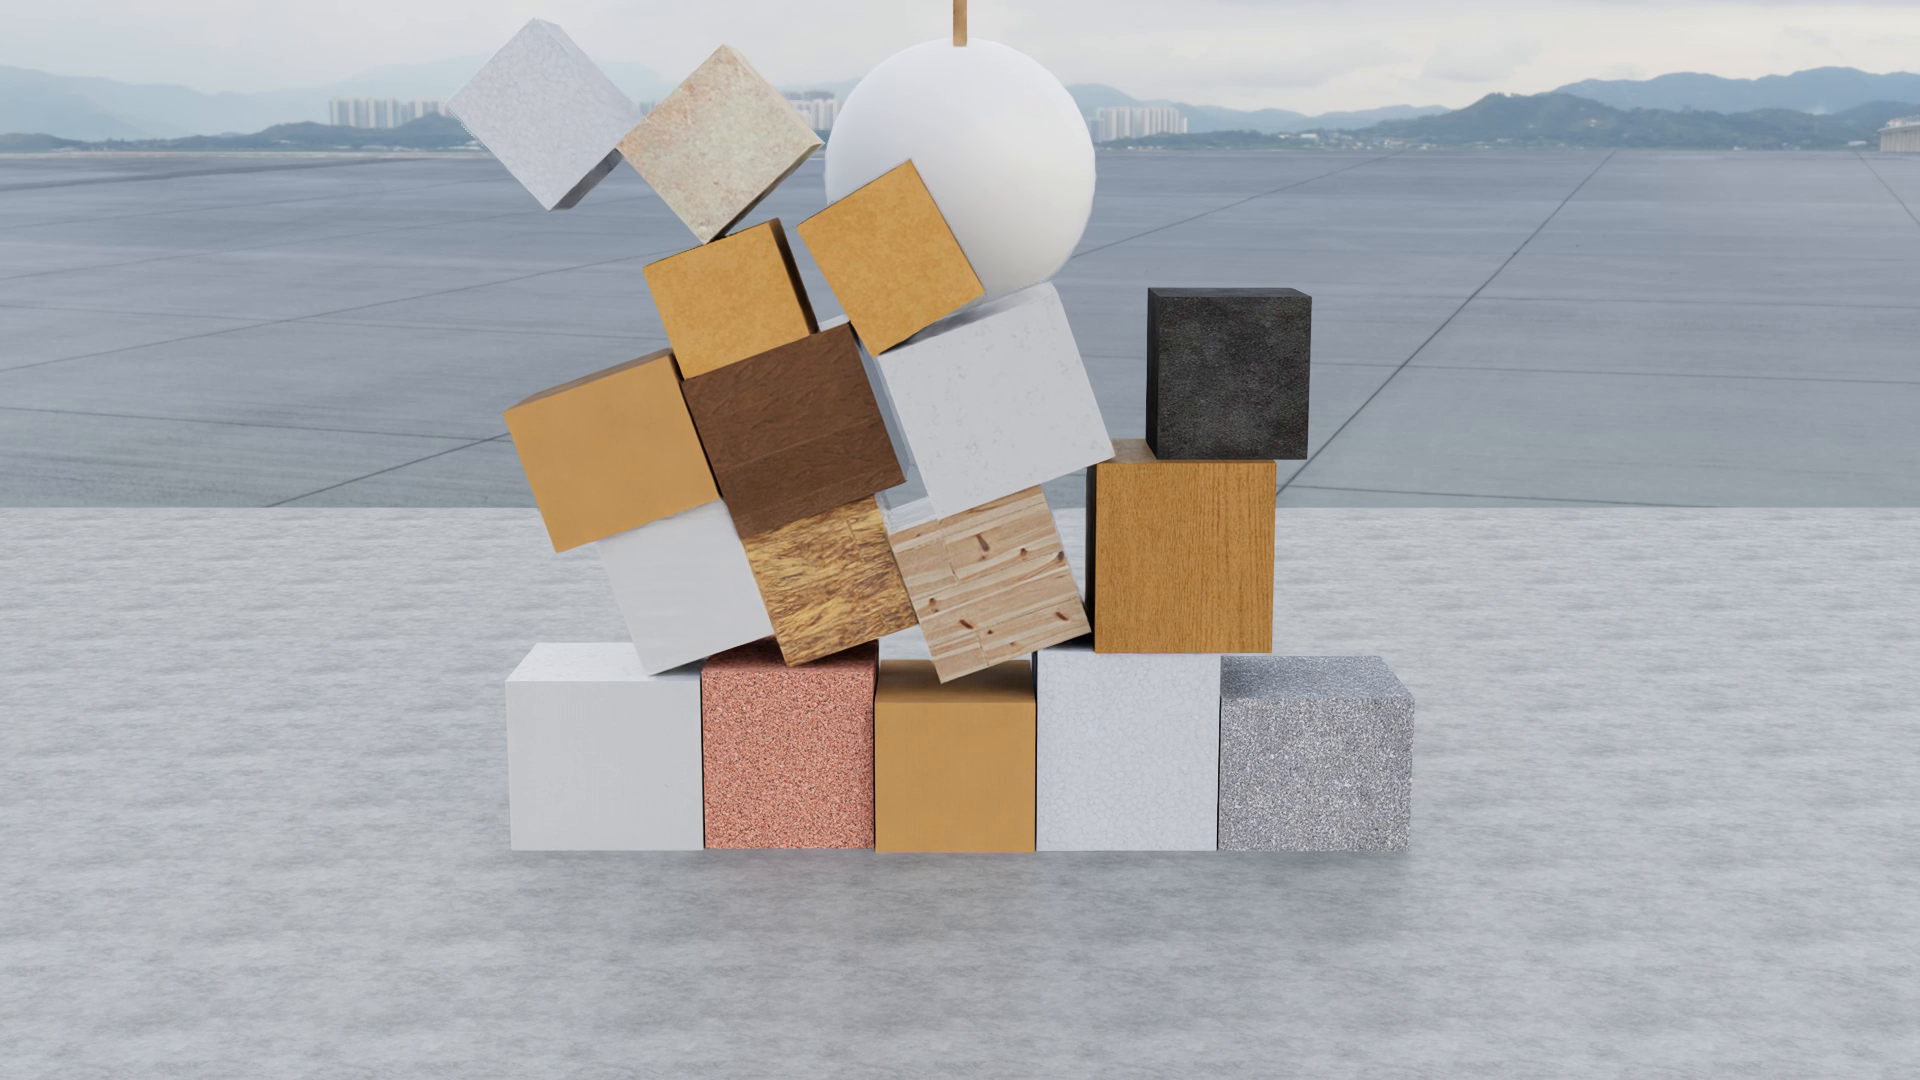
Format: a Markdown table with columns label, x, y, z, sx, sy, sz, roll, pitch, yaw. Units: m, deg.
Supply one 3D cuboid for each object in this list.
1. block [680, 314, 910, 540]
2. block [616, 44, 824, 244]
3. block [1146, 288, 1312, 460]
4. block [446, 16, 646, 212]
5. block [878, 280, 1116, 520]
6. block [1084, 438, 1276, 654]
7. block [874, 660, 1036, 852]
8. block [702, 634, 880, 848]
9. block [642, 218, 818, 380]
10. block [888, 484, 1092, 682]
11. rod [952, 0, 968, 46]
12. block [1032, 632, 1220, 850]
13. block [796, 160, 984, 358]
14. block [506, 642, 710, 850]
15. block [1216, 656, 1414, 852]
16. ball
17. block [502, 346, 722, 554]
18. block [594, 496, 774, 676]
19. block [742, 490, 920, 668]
| label | x | y | z | sx | sy | sz | roll | pitch | yaw |
| --- | --- | --- | --- | --- | --- | --- | --- | --- | --- |
| block | -0.810 | -0.590 | 11.071 | 0.864 | 0.829 | 0.759 | -19 | 10 | 3 |
| block | -1.170 | -1.951 | 10.853 | 0.714 | 0.629 | 0.732 | -41 | 7 | 8 |
| block | 1.334 | -0.846 | 11.039 | 0.736 | 0.795 | 0.692 | 0 | 10 | 0 |
| block | -2.007 | -2.093 | 10.858 | 0.597 | 0.699 | 0.648 | -43 | 7 | 7 |
| block | 0.178 | -0.719 | 11.039 | 0.917 | 0.843 | 0.888 | -20 | 10 | 3 |
| block | 1.098 | 0.013 | 11.171 | 0.871 | 0.943 | 0.899 | 0 | 10 | 0 |
| block | -0.024 | 1.100 | 11.363 | 0.794 | 0.771 | 0.917 | 0 | 10 | 0 |
| block | -0.855 | 1.027 | 11.371 | 0.846 | 0.912 | 0.831 | 0 | 10 | 0 |
| block | -1.131 | -1.212 | 10.955 | 0.649 | 0.578 | 0.677 | -19 | 10 | 3 |
| block | 0.147 | 0.144 | 11.212 | 0.788 | 0.789 | 0.803 | -19 | 10 | 3 |
| rod | 0.000 | -5.057 | 11.175 | 0.080 | 5.200 | 0.080 | 0 | 31 | 0 |
| block | 0.833 | 0.974 | 11.363 | 0.900 | 1.018 | 0.896 | 0 | 10 | 0 |
| block | -0.341 | -1.407 | 10.907 | 0.634 | 0.728 | 0.614 | -30 | 10 | 4 |
| block | -1.767 | 1.050 | 11.353 | 0.960 | 0.872 | 0.843 | 0 | 10 | 0 |
| block | 1.770 | 1.088 | 11.386 | 0.954 | 0.785 | 0.919 | 0 | 10 | 0 |
| ball | 0.000 | -2.128 | 12.902 | 1.600 | 1.600 | 1.600 | 0 | 10 | 0 |
| block | -1.695 | -0.483 | 11.101 | 0.852 | 0.738 | 0.813 | -19 | 10 | 3 |
| block | -1.359 | 0.171 | 11.203 | 0.679 | 0.732 | 0.682 | -19 | 10 | 3 |
| block | -0.640 | 0.146 | 11.211 | 0.695 | 0.689 | 0.689 | -19 | 10 | 3 |
